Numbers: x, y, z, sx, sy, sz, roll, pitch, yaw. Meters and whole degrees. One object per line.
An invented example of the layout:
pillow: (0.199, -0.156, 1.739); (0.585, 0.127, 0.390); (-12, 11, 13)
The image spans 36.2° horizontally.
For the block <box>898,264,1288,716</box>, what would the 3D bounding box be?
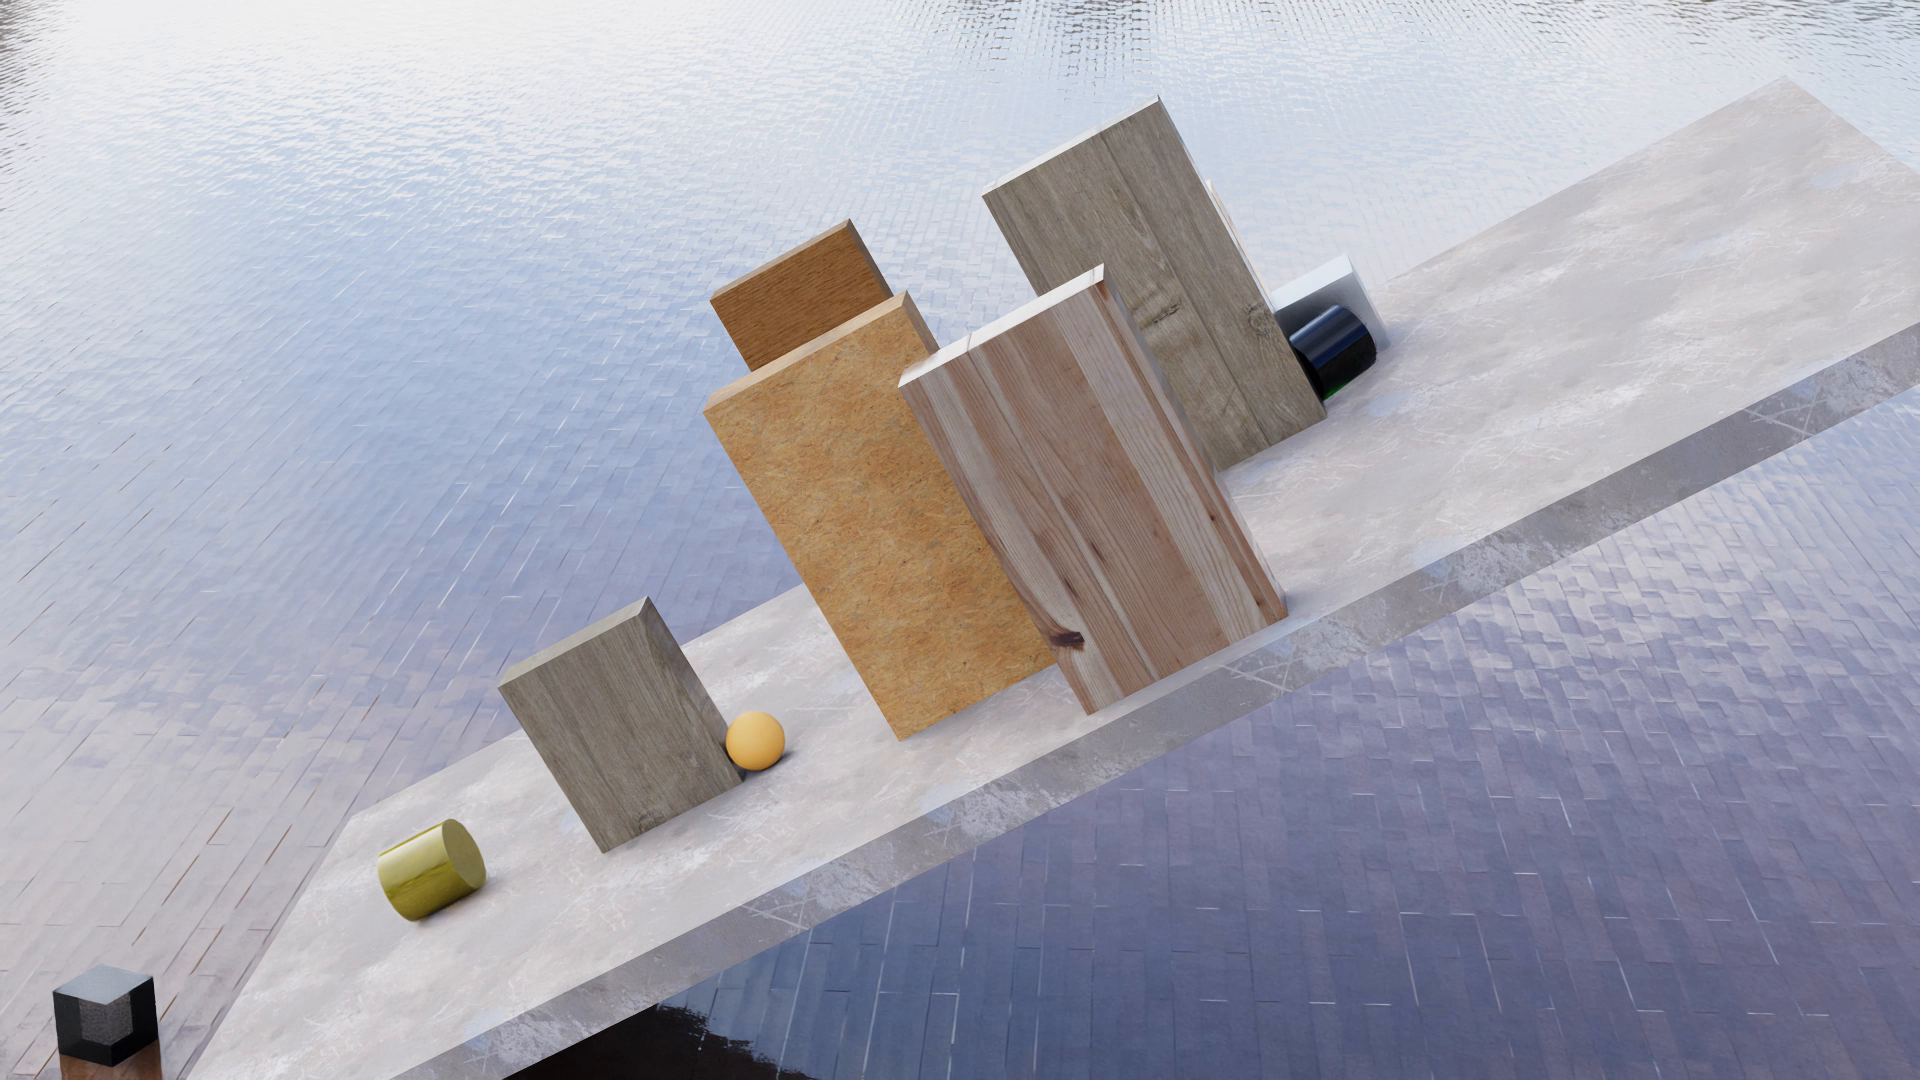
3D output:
block: (0.244, -0.086, 5.302); (0.410, 0.704, 0.129); (-27, 14, 11)

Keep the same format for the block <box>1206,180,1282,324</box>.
block: (0.560, -0.520, 6.600); (0.264, 0.491, 0.146); (-27, 14, 11)

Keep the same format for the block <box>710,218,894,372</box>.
block: (-0.234, -0.332, 6.960); (0.368, 0.771, 0.099); (-27, 14, 11)

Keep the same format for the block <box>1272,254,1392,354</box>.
block: (0.831, -0.496, 6.594); (0.191, 0.191, 0.191); (-27, 14, 11)

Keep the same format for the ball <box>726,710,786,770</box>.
ball: (-0.424, 0.415, 6.098); (0.124, 0.124, 0.124); (0, 18, 0)

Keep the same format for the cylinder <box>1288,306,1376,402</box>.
cylinder: (0.795, -0.402, 6.411); (0.158, 0.158, 0.158); (-35, 32, -20)

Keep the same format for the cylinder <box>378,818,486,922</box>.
cylinder: (-1.151, 0.719, 6.409); (0.169, 0.169, 0.169); (-27, 14, 12)

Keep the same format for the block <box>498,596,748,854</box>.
block: (-0.699, 0.386, 6.135); (0.344, 0.421, 0.116); (-27, 14, 11)

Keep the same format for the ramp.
ramp: (0.142, 0.167, 6.283); (4.000, 0.100, 2.000); (-27, 14, 11)

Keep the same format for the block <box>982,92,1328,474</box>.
block: (0.417, -0.507, 6.265); (0.418, 0.772, 0.103); (-27, 14, 11)

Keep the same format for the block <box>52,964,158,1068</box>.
block: (-1.909, 1.062, 6.574); (0.153, 0.153, 0.153); (8, 20, 25)

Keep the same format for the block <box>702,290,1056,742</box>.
block: (-0.111, -0.042, 5.733); (0.438, 0.766, 0.134); (-27, 14, 11)
